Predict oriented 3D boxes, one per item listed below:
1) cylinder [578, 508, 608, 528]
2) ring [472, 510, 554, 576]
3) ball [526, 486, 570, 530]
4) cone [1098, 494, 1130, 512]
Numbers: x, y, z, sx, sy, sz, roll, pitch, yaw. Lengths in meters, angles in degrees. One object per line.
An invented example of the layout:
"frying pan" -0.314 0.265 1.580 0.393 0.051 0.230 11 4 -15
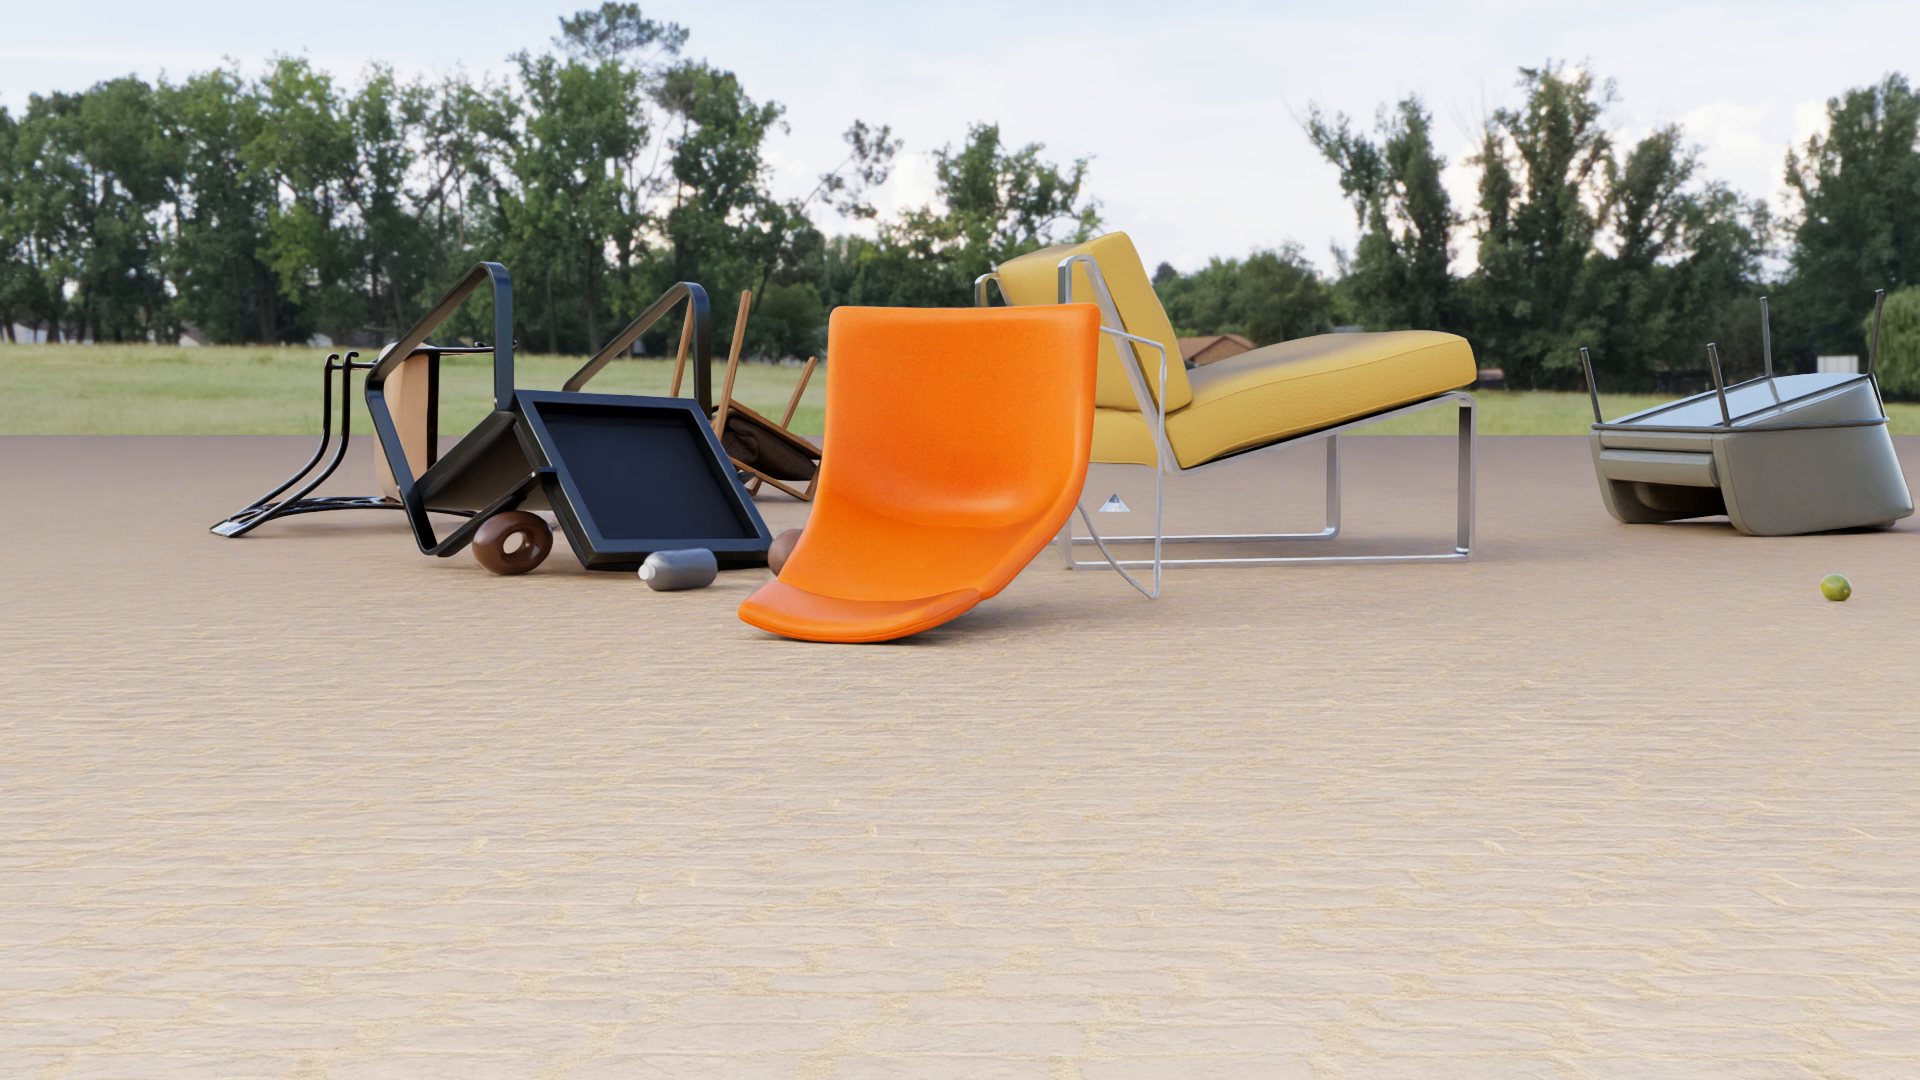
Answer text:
"cylinder" -1.186 -0.070 7.104 0.103 0.063 0.080 -3 5 -40
"ring" -1.080 0.007 5.315 0.213 0.157 0.082 -13 18 -43
"ball" -1.315 -0.102 7.023 0.137 0.137 0.137 0 4 0
"cone" 0.569 -0.140 8.096 0.116 0.066 0.120 -3 5 -34
